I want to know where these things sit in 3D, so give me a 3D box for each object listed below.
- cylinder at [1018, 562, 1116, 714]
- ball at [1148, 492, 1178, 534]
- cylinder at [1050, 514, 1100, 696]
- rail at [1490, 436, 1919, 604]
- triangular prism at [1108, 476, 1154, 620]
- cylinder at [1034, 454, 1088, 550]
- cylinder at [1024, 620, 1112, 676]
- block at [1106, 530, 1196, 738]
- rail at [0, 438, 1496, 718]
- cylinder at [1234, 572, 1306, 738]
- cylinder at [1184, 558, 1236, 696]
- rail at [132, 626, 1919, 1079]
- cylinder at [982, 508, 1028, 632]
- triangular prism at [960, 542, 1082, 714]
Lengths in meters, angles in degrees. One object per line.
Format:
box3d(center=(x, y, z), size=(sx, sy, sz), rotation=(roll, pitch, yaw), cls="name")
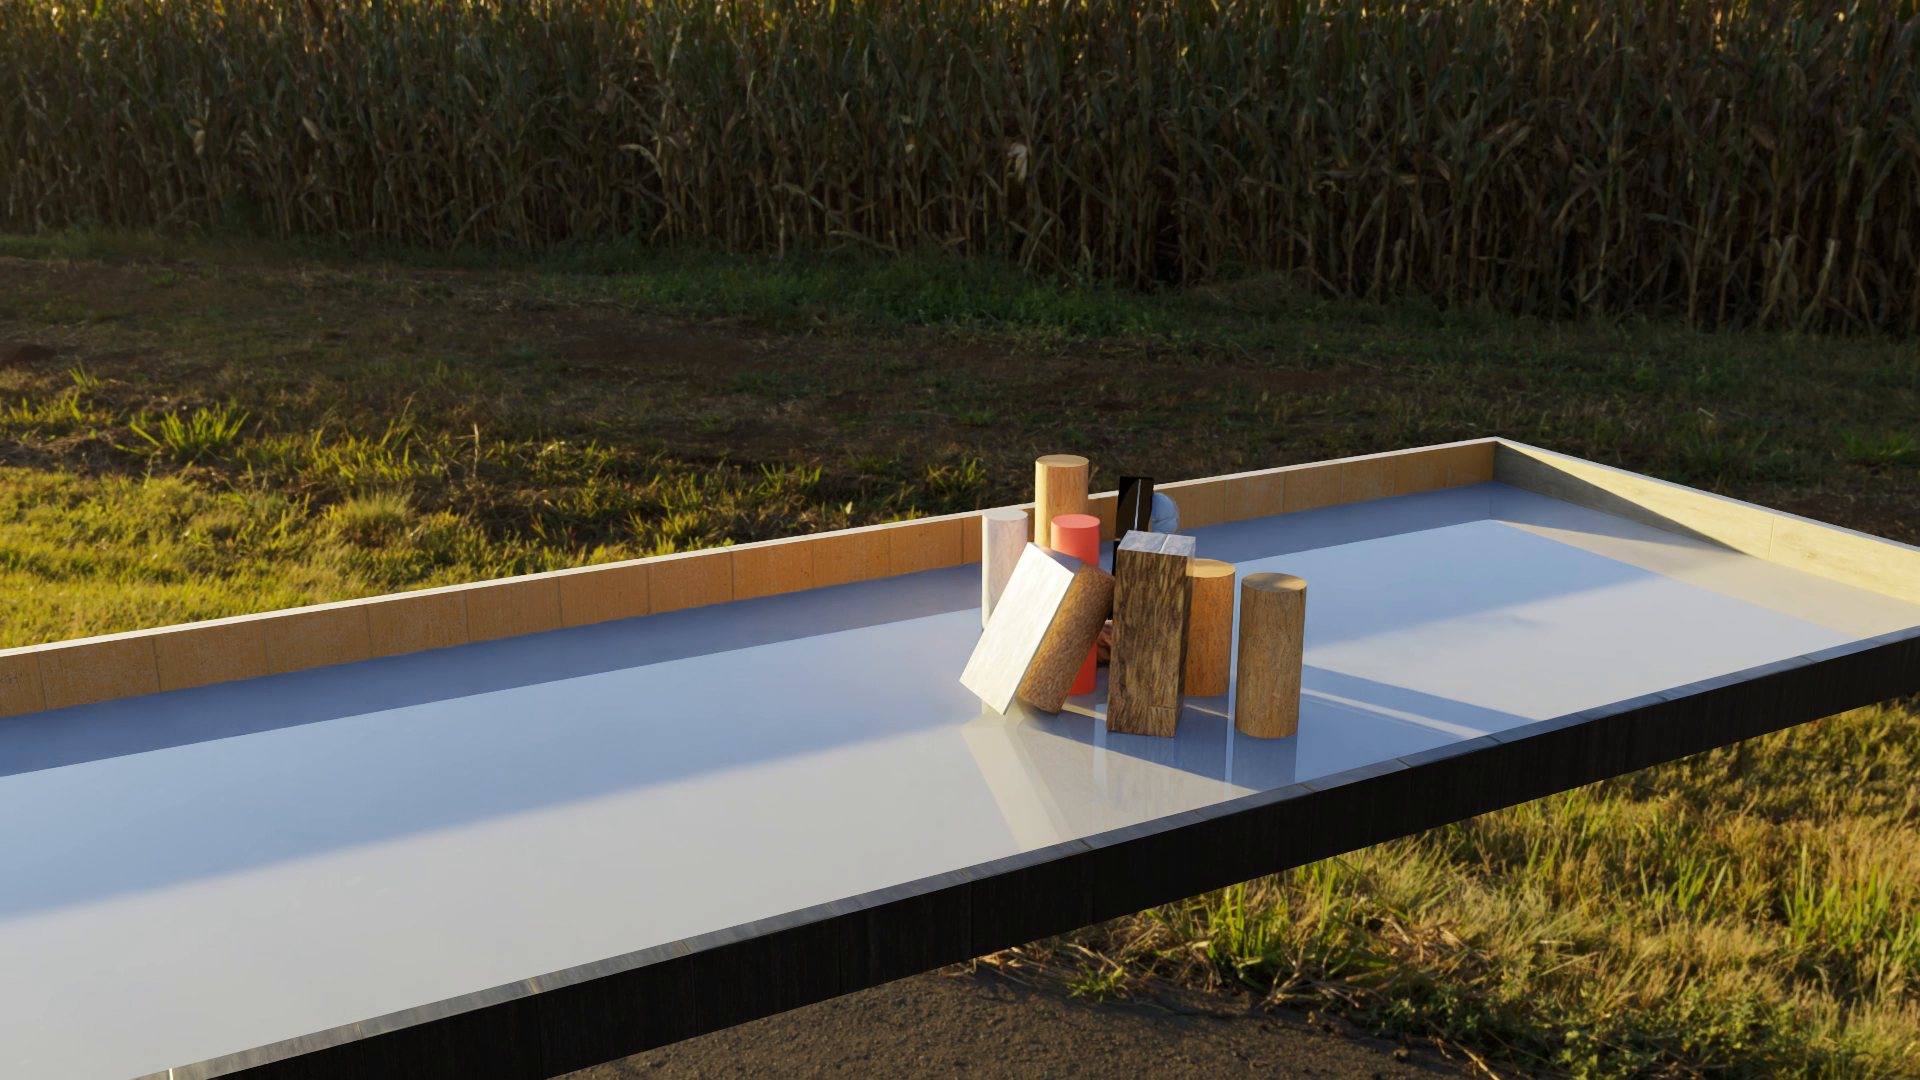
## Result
box3d(center=(0.263, 0.233, 3.923), size=(0.112, 0.348, 0.112), rotation=(26, 7, -3), cls="cylinder")
box3d(center=(0.616, -0.071, 5.294), size=(0.170, 0.170, 0.170), rotation=(0, 16, 0), cls="ball")
box3d(center=(0.280, 0.159, 4.048), size=(0.117, 0.429, 0.117), rotation=(0, 18, 0), cls="cylinder")
box3d(center=(2.466, -0.048, 5.253), size=(0.050, 0.150, 2.100), rotation=(-9, 18, -27), cls="rail")
box3d(center=(0.476, 0.047, 4.416), size=(0.102, 0.430, 0.088), rotation=(9, 9, 35), cls="triangular prism")
box3d(center=(0.280, -0.003, 4.573), size=(0.145, 0.446, 0.145), rotation=(0, 16, 0), cls="cylinder")
box3d(center=(0.289, 0.276, 4.220), size=(0.417, 0.109, 0.109), rotation=(-8, 18, -24), cls="cylinder")
box3d(center=(0.443, 0.217, 3.828), size=(0.158, 0.440, 0.158), rotation=(6, 17, 14), cls="block")
box3d(center=(-3.305, 0.497, 3.399), size=(12.000, 0.150, 0.050), rotation=(-9, 18, -27), cls="rail")
box3d(center=(0.718, 0.266, 3.821), size=(0.148, 0.354, 0.148), rotation=(0, 16, 0), cls="cylinder")
box3d(center=(0.595, 0.216, 4.076), size=(0.155, 0.307, 0.155), rotation=(0, 16, 0), cls="cylinder")
box3d(center=(-2.336, 1.006, 1.665), size=(12.000, 0.150, 0.050), rotation=(-9, 18, -27), cls="rail")
box3d(center=(0.118, 0.107, 4.350), size=(0.118, 0.361, 0.118), rotation=(0, 16, 0), cls="cylinder")
box3d(center=(0.172, 0.212, 3.945), size=(0.153, 0.387, 0.133), rotation=(36, 19, 32), cls="triangular prism")
